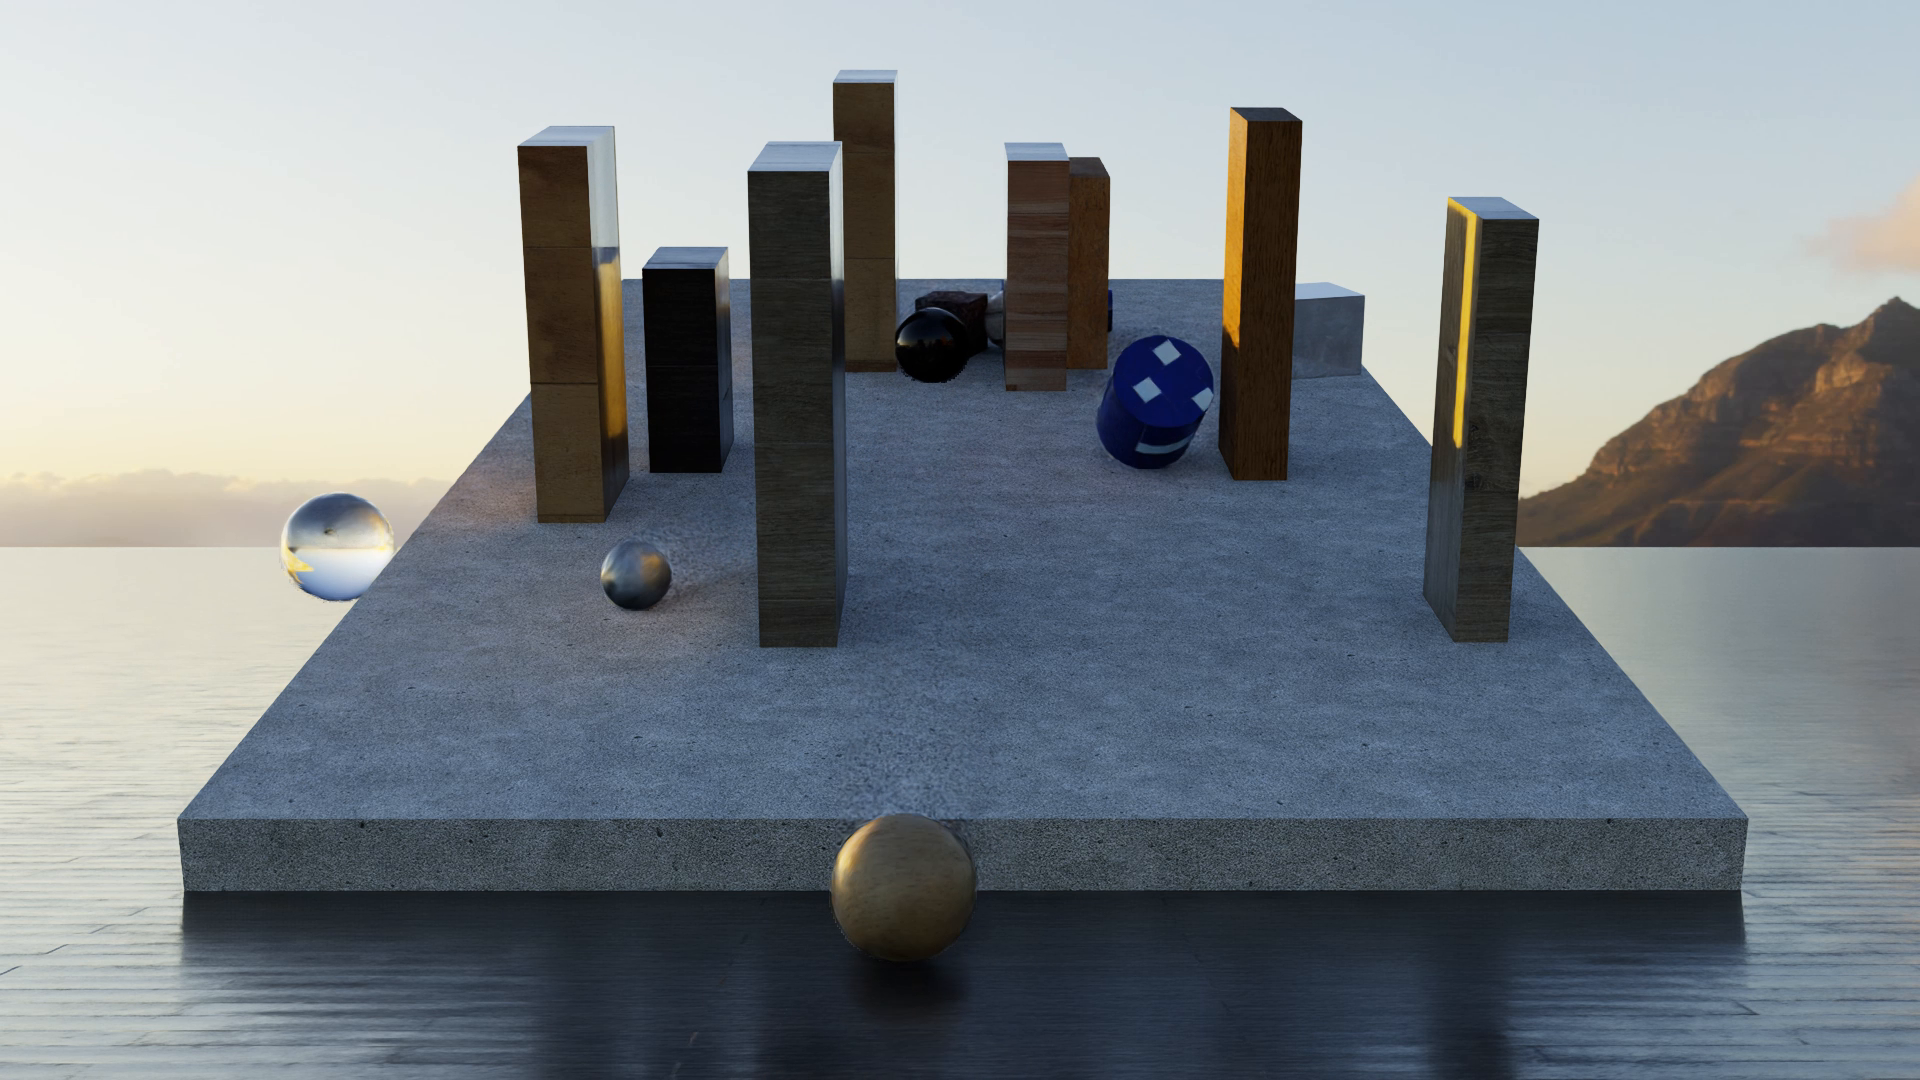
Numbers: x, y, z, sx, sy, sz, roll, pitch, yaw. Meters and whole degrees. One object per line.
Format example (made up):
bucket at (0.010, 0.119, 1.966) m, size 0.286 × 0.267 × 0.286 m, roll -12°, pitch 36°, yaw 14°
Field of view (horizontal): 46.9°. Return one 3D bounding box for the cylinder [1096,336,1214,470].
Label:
cylinder at (0.388, -0.274, 4.435) m, size 0.201 × 0.201 × 0.201 m, roll 0°, pitch -22°, yaw -7°

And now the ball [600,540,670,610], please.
ball at (-0.529, 0.058, 3.613) m, size 0.114 × 0.114 × 0.114 m, roll 0°, pitch 0°, yaw 0°

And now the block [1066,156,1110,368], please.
block at (0.294, -0.701, 5.554) m, size 0.129 × 0.465 × 0.418 m, roll 0°, pitch 17°, yaw 0°

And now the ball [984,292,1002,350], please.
ball at (0.142, -0.555, 5.591) m, size 0.164 × 0.164 × 0.164 m, roll 0°, pitch 0°, yaw 0°

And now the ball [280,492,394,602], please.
ball at (-1.118, 0.012, 3.983) m, size 0.198 × 0.198 × 0.198 m, roll 0°, pitch 0°, yaw 0°

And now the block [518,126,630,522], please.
block at (-0.722, -0.412, 4.177) m, size 0.123 × 0.694 × 0.337 m, roll 0°, pitch 17°, yaw 0°

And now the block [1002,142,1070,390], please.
block at (0.178, -0.658, 5.284) m, size 0.141 × 0.536 × 0.366 m, roll 0°, pitch 17°, yaw 0°

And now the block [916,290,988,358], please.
block at (-0.021, -0.545, 5.599) m, size 0.141 × 0.141 × 0.141 m, roll 7°, pitch 18°, yaw 21°

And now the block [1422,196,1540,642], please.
block at (0.816, -0.192, 3.494) m, size 0.084 × 0.664 × 0.242 m, roll 0°, pitch 17°, yaw 0°

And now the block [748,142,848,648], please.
block at (-0.252, -0.242, 3.529) m, size 0.120 × 0.737 × 0.390 m, roll 0°, pitch 17°, yaw 0°

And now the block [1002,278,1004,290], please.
block at (0.176, -0.660, 6.036) m, size 0.112 × 0.112 × 0.112 m, roll 2°, pitch 17°, yaw 8°

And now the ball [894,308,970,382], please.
ball at (-0.066, -0.462, 5.253) m, size 0.178 × 0.178 × 0.178 m, roll 0°, pitch 0°, yaw 0°

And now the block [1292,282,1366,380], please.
block at (0.848, -0.511, 5.390) m, size 0.195 × 0.195 × 0.195 m, roll -5°, pitch 17°, yaw -17°

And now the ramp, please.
ramp at (-0.002, -0.167, 4.749) m, size 2.000 × 0.100 × 4.000 m, roll 0°, pitch 17°, yaw 0°

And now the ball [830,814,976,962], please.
ball at (-0.060, 0.372, 2.371) m, size 0.157 × 0.157 × 0.157 m, roll 0°, pitch 0°, yaw 0°

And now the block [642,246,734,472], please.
block at (-0.553, -0.373, 4.536) m, size 0.143 × 0.415 × 0.274 m, roll 0°, pitch 17°, yaw 0°

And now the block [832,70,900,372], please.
block at (-0.227, -0.793, 5.465) m, size 0.144 × 0.691 × 0.377 m, roll 0°, pitch 17°, yaw 0°

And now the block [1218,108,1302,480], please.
block at (0.598, -0.496, 4.441) m, size 0.106 × 0.707 × 0.271 m, roll 0°, pitch 17°, yaw 0°
